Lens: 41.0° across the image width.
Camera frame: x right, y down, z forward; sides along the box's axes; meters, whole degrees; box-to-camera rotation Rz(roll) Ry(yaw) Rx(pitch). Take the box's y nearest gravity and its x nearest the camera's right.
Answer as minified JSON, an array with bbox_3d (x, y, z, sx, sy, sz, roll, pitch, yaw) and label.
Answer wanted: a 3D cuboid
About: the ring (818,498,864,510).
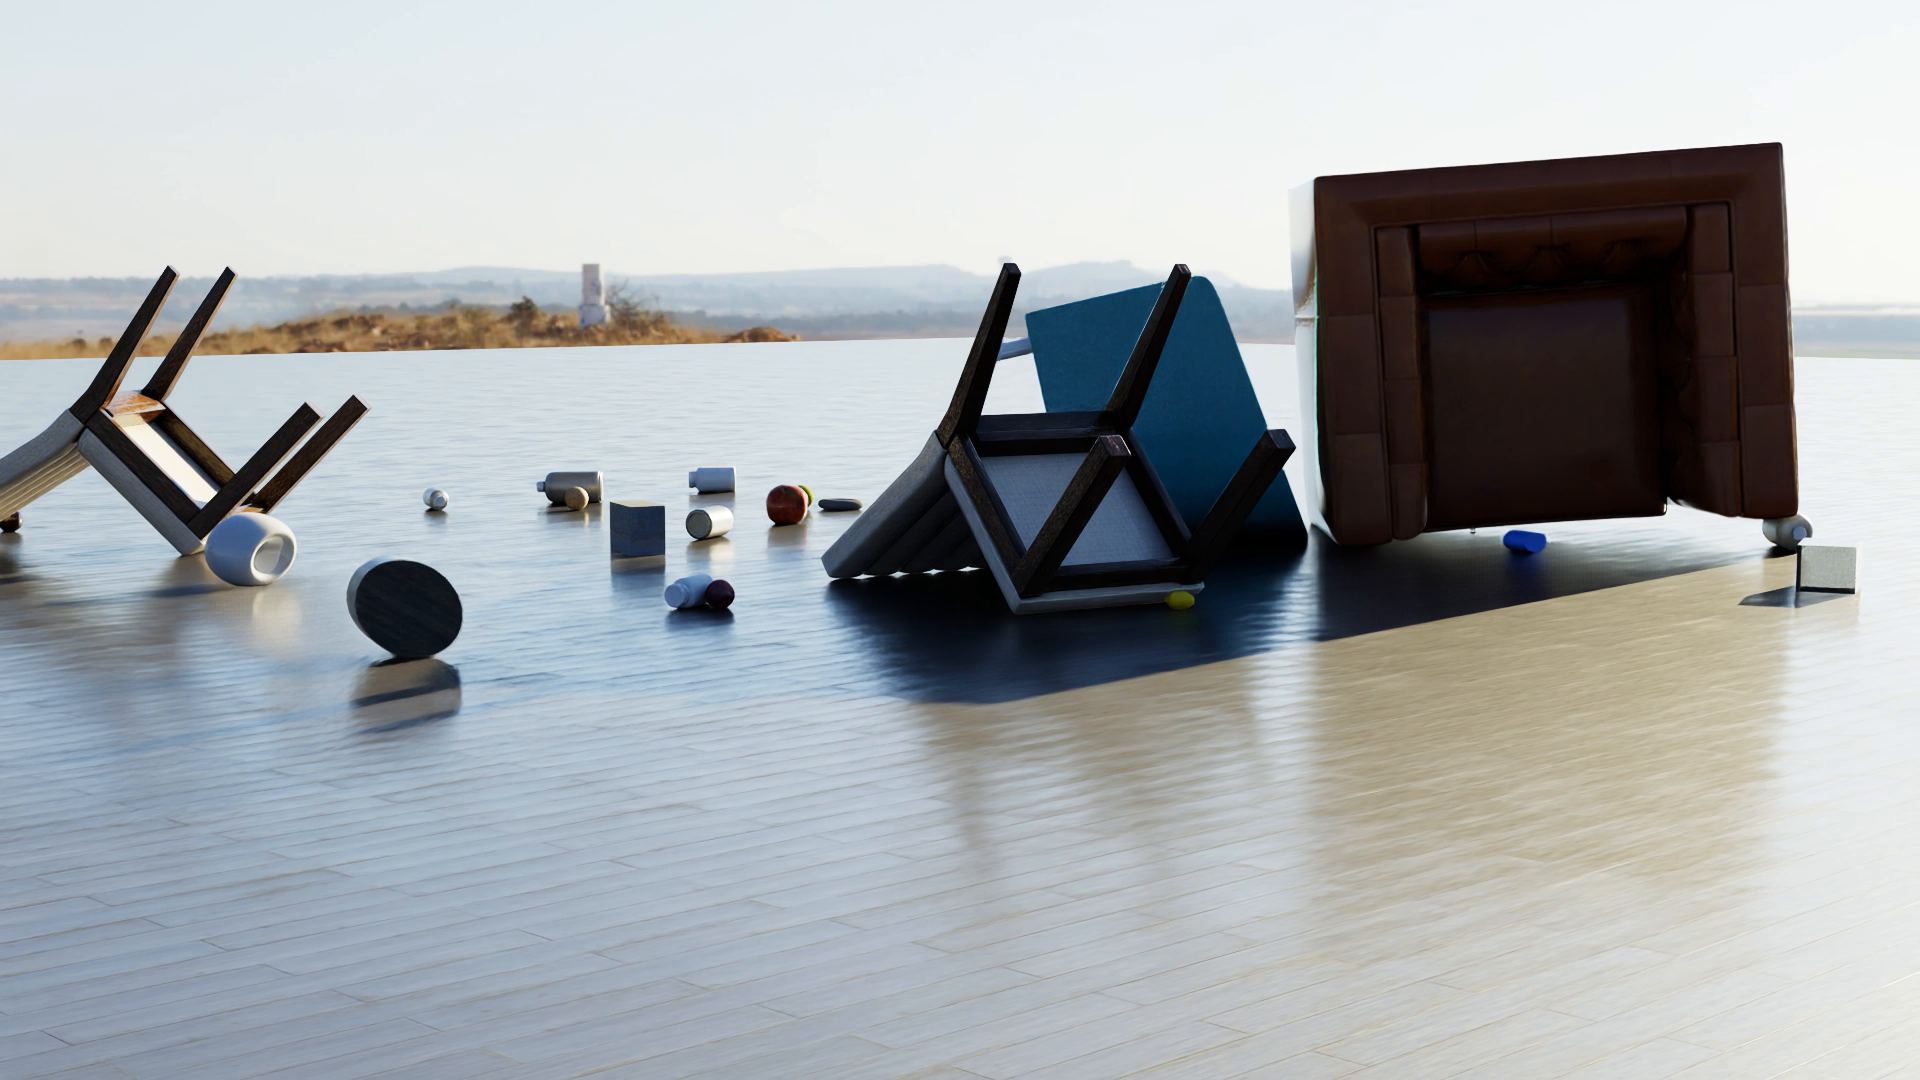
[{"bbox_3d":[-0.337,-0.101,7.257,0.130,0.029,0.102,2,5,9],"label":"ring"}]

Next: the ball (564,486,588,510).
[{"bbox_3d":[-1.080,-0.117,7.223,0.066,0.066,0.066,0,6,0],"label":"ball"}]

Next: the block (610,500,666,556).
[{"bbox_3d":[-0.771,-0.029,6.131,0.086,0.116,0.161,-3,7,-25],"label":"block"}]

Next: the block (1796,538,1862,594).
[{"bbox_3d":[1.833,0.054,5.409,0.118,0.098,0.157,3,6,23],"label":"block"}]

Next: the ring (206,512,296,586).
[{"bbox_3d":[-1.516,0.021,5.484,0.128,0.155,0.190,17,25,27],"label":"ring"}]

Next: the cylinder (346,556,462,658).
[{"bbox_3d":[-0.966,0.115,4.460,0.194,0.161,0.081,34,-9,-23],"label":"cylinder"}]
